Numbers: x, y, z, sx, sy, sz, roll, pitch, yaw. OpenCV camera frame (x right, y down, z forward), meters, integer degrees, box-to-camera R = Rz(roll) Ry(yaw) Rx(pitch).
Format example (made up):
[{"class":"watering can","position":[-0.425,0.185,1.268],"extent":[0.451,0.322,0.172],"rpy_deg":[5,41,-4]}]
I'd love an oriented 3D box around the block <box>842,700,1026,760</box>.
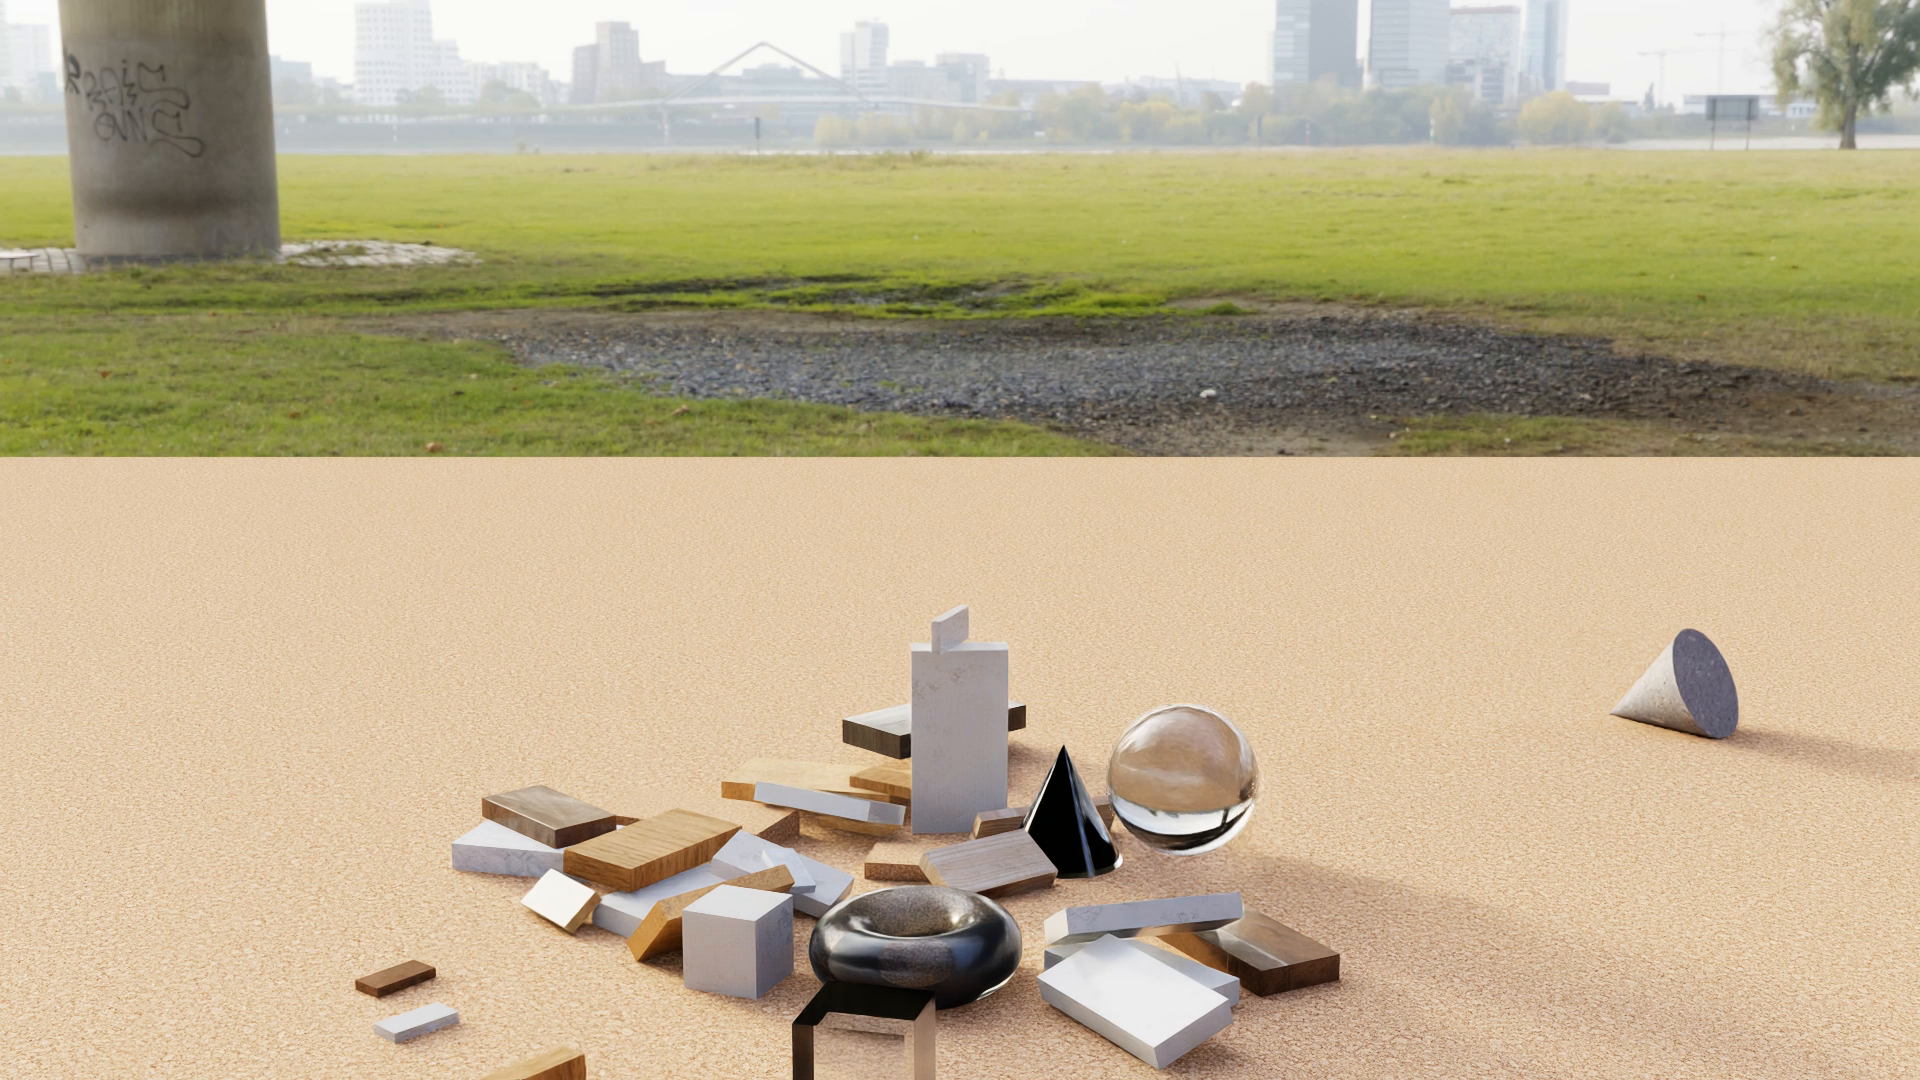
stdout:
[{"class":"block","position":[-0.050,0.371,4.448],"extent":[0.346,0.049,0.173],"rpy_deg":[-10,14,-42]}]

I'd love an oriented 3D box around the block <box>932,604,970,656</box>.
[{"class":"block","position":[-0.017,0.160,3.920],"extent":[0.017,0.061,0.121],"rpy_deg":[6,15,24]}]

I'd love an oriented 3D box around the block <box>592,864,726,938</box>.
[{"class":"block","position":[-0.439,0.586,3.580],"extent":[0.144,0.041,0.288],"rpy_deg":[10,14,43]}]

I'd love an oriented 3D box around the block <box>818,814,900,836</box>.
[{"class":"block","position":[-0.184,0.516,4.022],"extent":[0.137,0.017,0.061],"rpy_deg":[6,12,29]}]

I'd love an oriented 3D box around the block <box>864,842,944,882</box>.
[{"class":"block","position":[-0.049,0.556,3.772],"extent":[0.213,0.030,0.107],"rpy_deg":[2,11,9]}]

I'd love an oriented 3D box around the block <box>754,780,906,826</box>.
[{"class":"block","position":[-0.236,0.477,3.986],"extent":[0.247,0.035,0.123],"rpy_deg":[6,-6,30]}]

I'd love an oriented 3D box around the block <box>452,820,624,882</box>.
[{"class":"block","position":[-0.693,0.538,3.822],"extent":[0.332,0.047,0.166],"rpy_deg":[3,11,15]}]

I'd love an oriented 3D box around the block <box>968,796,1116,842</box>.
[{"class":"block","position":[0.152,0.503,3.934],"extent":[0.274,0.073,0.021],"rpy_deg":[-5,43,-23]}]

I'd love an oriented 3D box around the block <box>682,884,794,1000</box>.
[{"class":"block","position":[-0.331,0.599,3.287],"extent":[0.121,0.121,0.121],"rpy_deg":[4,11,22]}]

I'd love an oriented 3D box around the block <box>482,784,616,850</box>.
[{"class":"block","position":[-0.726,0.486,3.875],"extent":[0.123,0.035,0.247],"rpy_deg":[-9,14,-41]}]

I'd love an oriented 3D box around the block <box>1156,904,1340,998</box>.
[{"class":"block","position":[0.437,0.622,3.384],"extent":[0.144,0.041,0.288],"rpy_deg":[-6,12,-28]}]

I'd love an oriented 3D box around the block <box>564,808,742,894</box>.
[{"class":"block","position":[-0.513,0.519,3.696],"extent":[0.144,0.041,0.288],"rpy_deg":[10,13,32]}]

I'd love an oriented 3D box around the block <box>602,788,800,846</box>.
[{"class":"block","position":[-0.475,0.510,3.970],"extent":[0.332,0.047,0.166],"rpy_deg":[4,11,22]}]

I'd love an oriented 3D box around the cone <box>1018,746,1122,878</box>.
[{"class":"cone","position":[0.180,0.455,3.825],"extent":[0.208,0.208,0.208],"rpy_deg":[0,11,0]}]

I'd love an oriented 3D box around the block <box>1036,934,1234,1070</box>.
[{"class":"block","position":[0.244,0.649,3.110],"extent":[0.135,0.038,0.271],"rpy_deg":[-26,25,-27]}]

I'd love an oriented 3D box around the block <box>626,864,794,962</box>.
[{"class":"block","position":[-0.386,0.579,3.419],"extent":[0.247,0.123,0.035],"rpy_deg":[-10,58,-43]}]

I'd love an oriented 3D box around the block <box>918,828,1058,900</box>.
[{"class":"block","position":[0.048,0.549,3.679],"extent":[0.213,0.030,0.107],"rpy_deg":[-8,42,-36]}]

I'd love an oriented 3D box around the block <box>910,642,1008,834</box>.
[{"class":"block","position":[-0.001,0.358,3.966],"extent":[0.173,0.346,0.049],"rpy_deg":[0,13,-3]}]

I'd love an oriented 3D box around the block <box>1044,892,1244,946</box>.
[{"class":"block","position":[0.274,0.569,3.299],"extent":[0.271,0.038,0.135],"rpy_deg":[-3,-17,-13]}]

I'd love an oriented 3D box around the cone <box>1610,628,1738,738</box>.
[{"class":"cone","position":[1.494,0.340,4.717],"extent":[0.242,0.242,0.242],"rpy_deg":[-11,-12,-45]}]

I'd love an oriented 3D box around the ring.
[{"class":"ring","position":[-0.066,0.607,3.286],"extent":[0.321,0.107,0.321],"rpy_deg":[-1,11,0]}]

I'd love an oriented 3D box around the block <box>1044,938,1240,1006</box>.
[{"class":"block","position":[0.267,0.646,3.260],"extent":[0.135,0.038,0.271],"rpy_deg":[-9,14,-40]}]

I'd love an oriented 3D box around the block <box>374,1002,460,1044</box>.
[{"class":"block","position":[-0.771,0.684,3.120],"extent":[0.053,0.015,0.106],"rpy_deg":[10,14,42]}]

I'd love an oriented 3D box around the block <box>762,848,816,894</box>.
[{"class":"block","position":[-0.278,0.539,3.577],"extent":[0.053,0.015,0.106],"rpy_deg":[1,26,-28]}]

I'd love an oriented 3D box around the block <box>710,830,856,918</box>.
[{"class":"block","position":[-0.291,0.549,3.605],"extent":[0.213,0.030,0.107],"rpy_deg":[20,24,13]}]

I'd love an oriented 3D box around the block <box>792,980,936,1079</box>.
[{"class":"block","position":[-0.122,0.671,2.831],"extent":[0.147,0.147,0.147],"rpy_deg":[3,11,14]}]

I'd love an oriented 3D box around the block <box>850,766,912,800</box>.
[{"class":"block","position":[-0.125,0.452,4.095],"extent":[0.147,0.021,0.073],"rpy_deg":[7,13,33]}]

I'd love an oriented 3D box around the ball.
[{"class":"ball","position":[0.392,0.420,3.856],"extent":[0.266,0.266,0.266],"rpy_deg":[0,11,0]}]

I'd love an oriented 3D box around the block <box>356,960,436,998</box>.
[{"class":"block","position":[-0.842,0.654,3.281],"extent":[0.053,0.015,0.106],"rpy_deg":[8,13,38]}]

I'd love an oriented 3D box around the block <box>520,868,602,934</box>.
[{"class":"block","position":[-0.643,0.582,3.543],"extent":[0.147,0.021,0.073],"rpy_deg":[13,55,50]}]

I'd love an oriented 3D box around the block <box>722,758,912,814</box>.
[{"class":"block","position":[-0.268,0.471,4.181],"extent":[0.332,0.047,0.166],"rpy_deg":[3,11,15]}]

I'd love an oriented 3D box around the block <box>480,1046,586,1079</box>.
[{"class":"block","position":[-0.592,0.722,2.555],"extent":[0.042,0.147,0.382],"rpy_deg":[7,12,39]}]
